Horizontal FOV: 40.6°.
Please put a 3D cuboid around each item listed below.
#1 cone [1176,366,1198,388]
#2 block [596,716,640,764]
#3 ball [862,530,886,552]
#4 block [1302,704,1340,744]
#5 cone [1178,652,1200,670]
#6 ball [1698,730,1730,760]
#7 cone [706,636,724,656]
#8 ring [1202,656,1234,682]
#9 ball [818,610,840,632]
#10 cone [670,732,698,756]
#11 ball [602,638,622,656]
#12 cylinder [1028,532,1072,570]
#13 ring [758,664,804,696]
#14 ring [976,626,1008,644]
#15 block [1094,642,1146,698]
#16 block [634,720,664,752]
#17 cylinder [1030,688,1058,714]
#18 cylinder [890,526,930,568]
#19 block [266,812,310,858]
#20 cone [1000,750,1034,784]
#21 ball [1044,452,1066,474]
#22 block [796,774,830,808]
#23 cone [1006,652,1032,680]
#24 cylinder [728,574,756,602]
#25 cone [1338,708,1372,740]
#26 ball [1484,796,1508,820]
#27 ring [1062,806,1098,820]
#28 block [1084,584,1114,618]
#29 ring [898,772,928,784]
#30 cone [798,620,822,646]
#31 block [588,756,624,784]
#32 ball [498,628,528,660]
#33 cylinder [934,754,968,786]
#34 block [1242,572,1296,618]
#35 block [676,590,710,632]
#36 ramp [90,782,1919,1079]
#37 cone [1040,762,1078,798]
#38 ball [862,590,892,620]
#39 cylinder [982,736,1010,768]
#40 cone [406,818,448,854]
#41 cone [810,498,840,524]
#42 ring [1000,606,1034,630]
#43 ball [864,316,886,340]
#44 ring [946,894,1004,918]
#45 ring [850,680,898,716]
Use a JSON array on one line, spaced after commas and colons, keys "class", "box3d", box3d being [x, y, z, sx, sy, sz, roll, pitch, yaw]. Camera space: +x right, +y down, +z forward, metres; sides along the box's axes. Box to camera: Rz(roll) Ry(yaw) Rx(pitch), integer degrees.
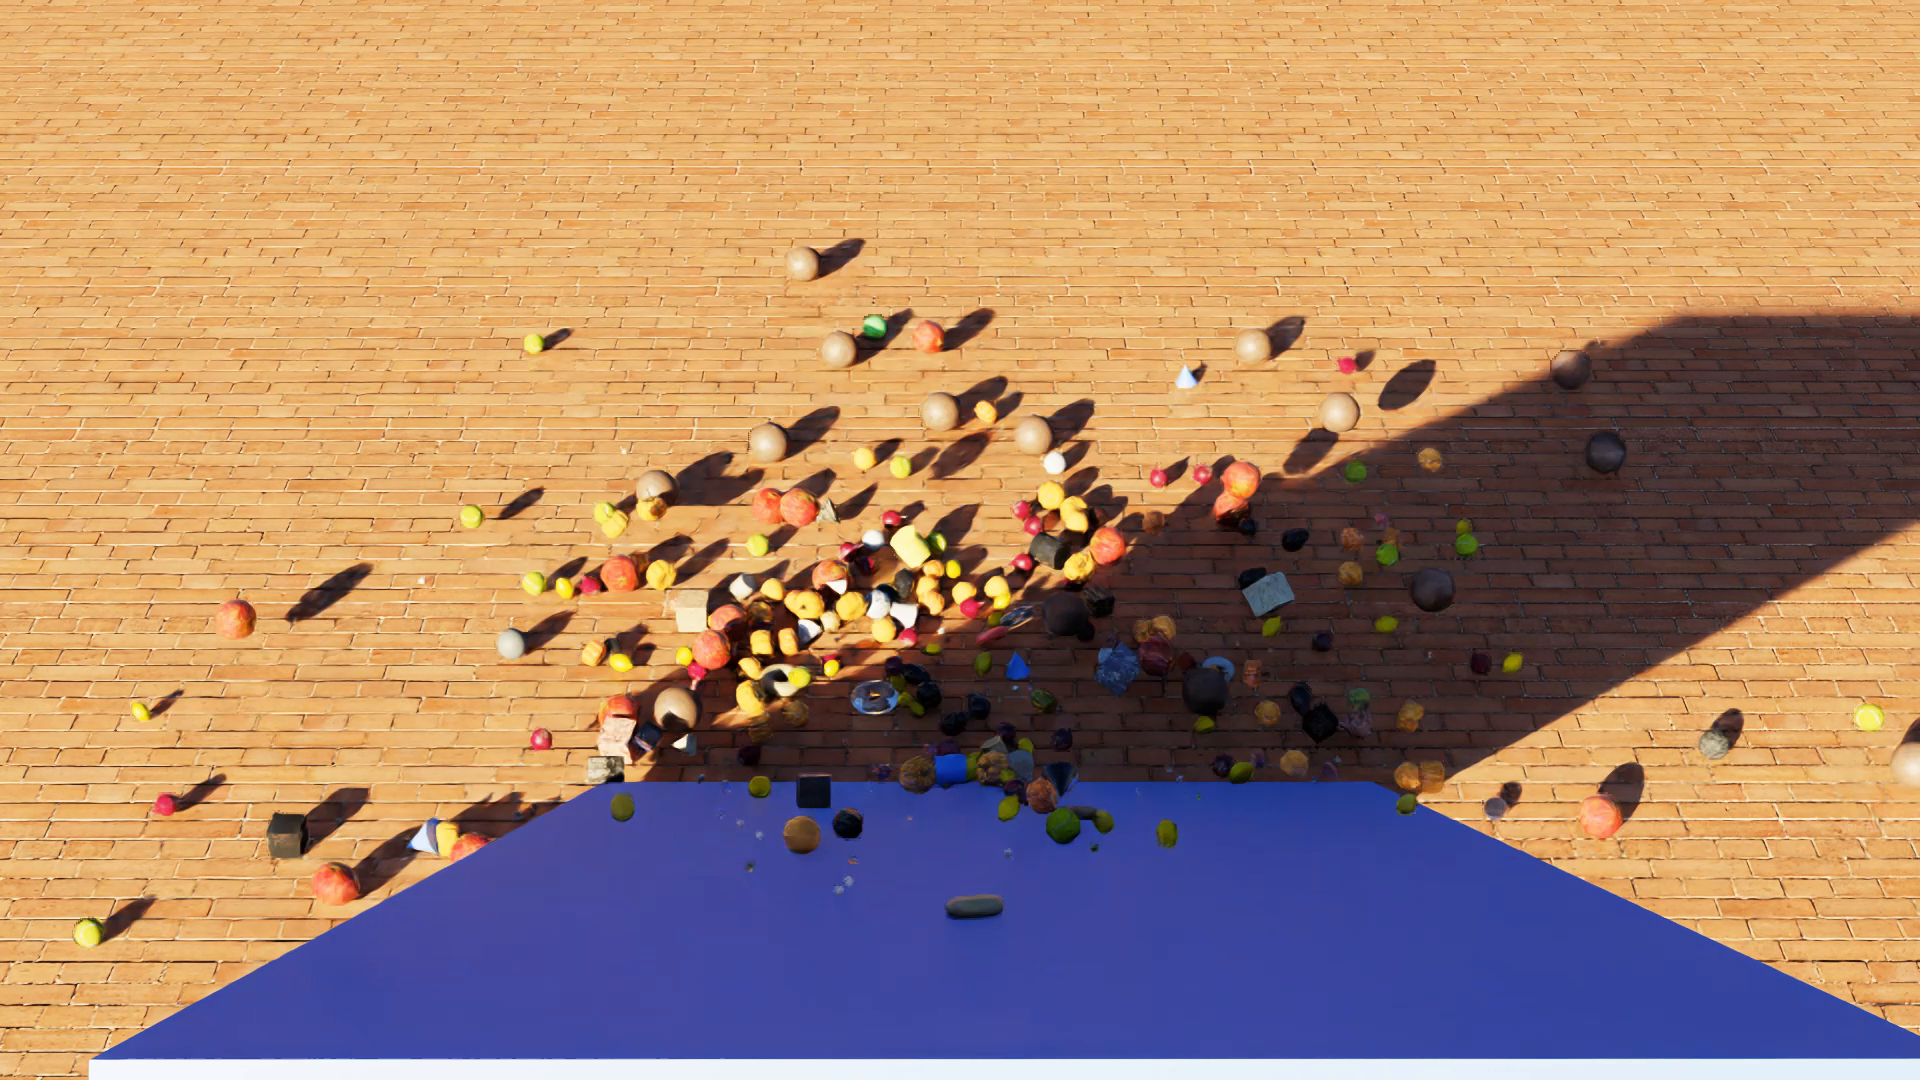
[{"class": "cone", "box3d": [0.754, -0.554, 8.654, 0.071, 0.071, 0.071, -6, 35, 4]}, {"class": "block", "box3d": [-0.912, 0.538, 6.952, 0.086, 0.086, 0.086, 5, 47, 12]}, {"class": "ball", "box3d": [-0.259, 0.002, 7.811, 0.068, 0.068, 0.068, 0, 33, 0]}, {"class": "block", "box3d": [0.974, 0.496, 7.014, 0.066, 0.066, 0.066, -36, 11, 29]}, {"class": "cone", "box3d": [0.655, 0.344, 7.324, 0.054, 0.054, 0.054, 12, 24, -33]}, {"class": "ball", "box3d": [2.023, 0.549, 6.957, 0.082, 0.082, 0.082, 0, 33, 0]}, {"class": "cone", "box3d": [-0.703, 0.311, 7.374, 0.053, 0.053, 0.053, 4, 59, 6]}, {"class": "ring", "box3d": [0.725, 0.363, 7.283, 0.095, 0.032, 0.095, 3, 41, -2]}, {"class": "ball", "box3d": [-0.374, 0.233, 7.459, 0.063, 0.063, 0.063, 0, 33, 0]}, {"class": "cone", "box3d": [-0.748, 0.549, 6.959, 0.064, 0.064, 0.064, -3, 31, 21]}, {"class": "ball", "box3d": [-0.985, 0.303, 7.358, 0.055, 0.055, 0.055, 0, 33, 0]}, {"class": "cylinder", "box3d": [0.269, 0.033, 7.738, 0.092, 0.092, 0.092, 23, 39, 31]}, {"class": "ring", "box3d": [-0.498, 0.390, 7.237, 0.126, 0.042, 0.126, 3, 35, -2]}, {"class": "ring", "box3d": [0.091, 0.271, 7.386, 0.093, 0.031, 0.093, -20, 2, 1]}, {"class": "block", "box3d": [0.444, 0.360, 7.212, 0.089, 0.089, 0.089, 37, 40, 1]}, {"class": "block", "box3d": [-0.825, 0.520, 6.871, 0.053, 0.053, 0.053, 35, 63, 3]}, {"class": "cylinder", "box3d": [0.232, 0.445, 7.142, 0.054, 0.054, 0.054, -27, 42, -35]}, {"class": "cylinder", "box3d": [-0.146, 0.019, 7.712, 0.087, 0.087, 0.087, -25, 36, 20]}, {"class": "block", "box3d": [-1.721, 0.756, 6.641, 0.080, 0.080, 0.080, 1, 33, 1]}, {"class": "cone", "box3d": [0.167, 0.607, 6.715, 0.095, 0.095, 0.095, -13, 30, -19]}, {"class": "ball", "box3d": [0.300, -0.242, 8.181, 0.072, 0.072, 0.072, 0, 33, 0]}, {"class": "block", "box3d": [-0.341, 0.580, 5.994, 0.070, 0.070, 0.070, 0, -1, -12]}, {"class": "cone", "box3d": [0.158, 0.341, 7.265, 0.071, 0.071, 0.071, -10, 26, 5]}, {"class": "cylinder", "box3d": [-0.635, 0.138, 7.580, 0.059, 0.059, 0.059, 38, 26, -23]}, {"class": "cone", "box3d": [1.052, 0.498, 7.007, 0.087, 0.087, 0.087, 4, 27, -34]}, {"class": "ball", "box3d": [1.394, 0.698, 6.747, 0.061, 0.061, 0.061, 0, 33, 0]}, {"class": "ring", "box3d": [0.263, 0.596, 5.666, 0.077, 0.026, 0.077, 1, -2, 0]}, {"class": "block", "box3d": [0.402, 0.178, 7.523, 0.062, 0.062, 0.062, -18, 40, -25]}, {"class": "ring", "box3d": [-0.121, 0.615, 6.686, 0.077, 0.026, 0.077, 0, 0, 0]}, {"class": "cone", "box3d": [-0.443, 0.277, 7.421, 0.072, 0.072, 0.072, 14, 63, 21]}, {"class": "block", "box3d": [-0.921, 0.597, 6.751, 0.065, 0.065, 0.065, -1, -1, 36]}, {"class": "ball", "box3d": [-1.266, 0.294, 7.343, 0.087, 0.087, 0.087, 0, 33, 0]}, {"class": "cylinder", "box3d": [-0.024, 0.584, 6.592, 0.077, 0.077, 0.077, -2, 33, -6]}, {"class": "block", "box3d": [0.894, 0.158, 7.498, 0.091, 0.091, 0.091, -16, 75, -46]}, {"class": "block", "box3d": [-0.769, 0.206, 7.482, 0.085, 0.085, 0.085, 1, 33, 1]}, {"class": "ramp", "box3d": [0.073, 0.641, 4.757, 2.000, 0.100, 4.000, 0, -1, 0]}, {"class": "cone", "box3d": [0.243, 0.599, 6.284, 0.092, 0.092, 0.092, 0, 26, 0]}, {"class": "ball", "box3d": [-0.240, 0.187, 7.511, 0.084, 0.084, 0.084, 0, 33, 0]}, {"class": "cylinder", "box3d": [0.096, 0.565, 6.919, 0.060, 0.060, 0.060, -25, 16, 8]}, {"class": "cone", "box3d": [-1.380, 0.773, 6.648, 0.096, 0.096, 0.096, -21, 29, 18]}, {"class": "cone", "box3d": [-0.422, -0.075, 7.915, 0.086, 0.086, 0.086, -21, 33, 5]}, {"class": "ring", "box3d": [0.163, 0.224, 7.447, 0.109, 0.109, 0.036, -21, 75, -29]}, {"class": "ball", "box3d": [-0.293, -0.729, 8.920, 0.082, 0.082, 0.082, 0, 33, 0]}, {"class": "ring", "box3d": [0.022, 0.561, 3.971, 0.090, 0.030, 0.090, -3, -4, 0]}, {"class": "ring", "box3d": [-0.236, 0.436, 7.166, 0.132, 0.044, 0.132, -1, 33, 0]}]
